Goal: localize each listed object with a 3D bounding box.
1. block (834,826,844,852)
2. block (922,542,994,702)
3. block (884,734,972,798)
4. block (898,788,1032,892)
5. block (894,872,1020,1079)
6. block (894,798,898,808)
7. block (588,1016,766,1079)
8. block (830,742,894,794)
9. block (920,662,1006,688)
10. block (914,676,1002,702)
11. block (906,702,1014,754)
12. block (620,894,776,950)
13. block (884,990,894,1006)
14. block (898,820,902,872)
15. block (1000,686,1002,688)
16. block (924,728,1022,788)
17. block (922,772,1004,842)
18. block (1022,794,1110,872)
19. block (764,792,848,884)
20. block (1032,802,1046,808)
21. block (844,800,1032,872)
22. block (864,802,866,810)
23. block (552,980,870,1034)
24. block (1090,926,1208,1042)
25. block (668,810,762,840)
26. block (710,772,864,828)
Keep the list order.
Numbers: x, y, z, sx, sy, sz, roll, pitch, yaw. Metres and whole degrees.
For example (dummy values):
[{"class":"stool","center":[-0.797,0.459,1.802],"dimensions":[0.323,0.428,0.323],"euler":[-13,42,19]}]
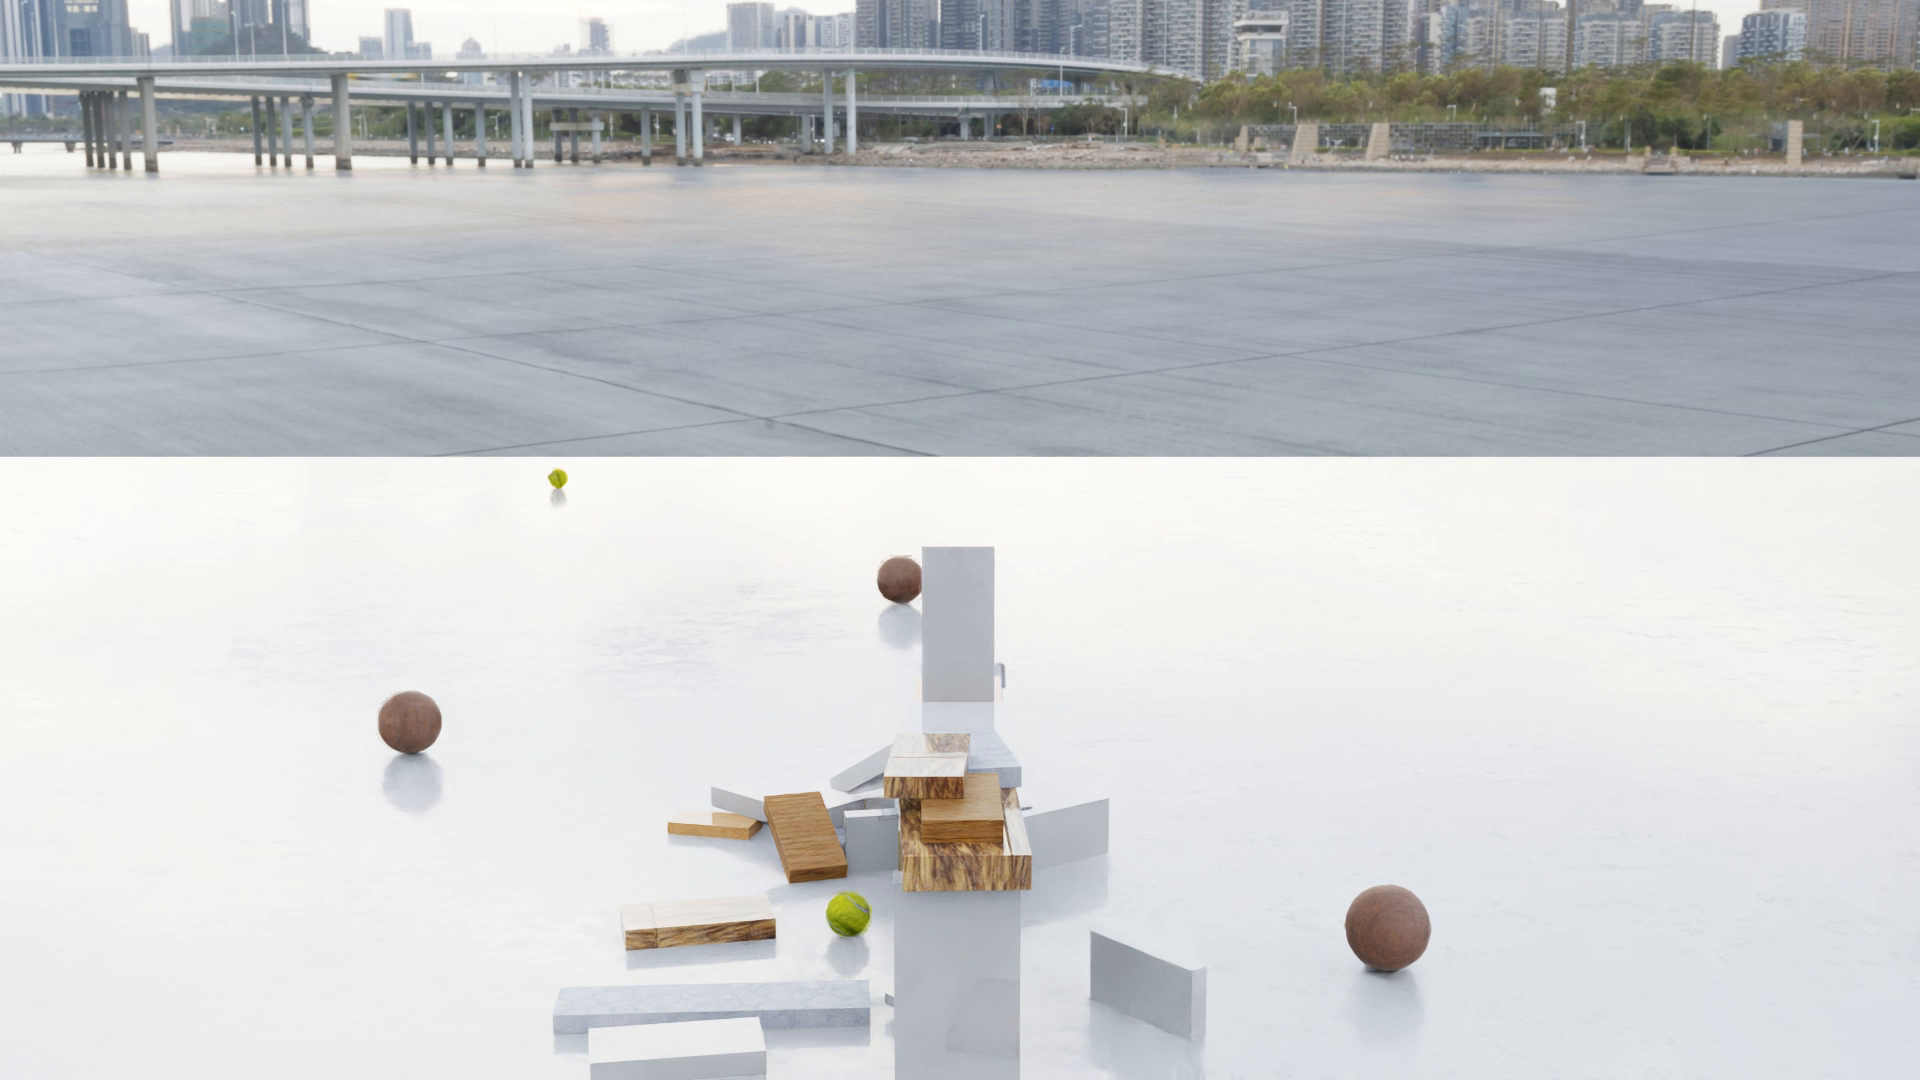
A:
[{"class":"block","center":[-0.184,0.536,3.888],"dimensions":[0.182,0.026,0.091],"euler":[4,11,19]},{"class":"block","center":[-0.003,0.138,3.554],"dimensions":[0.117,0.267,0.033],"euler":[0,11,0]},{"class":"block","center":[-0.042,0.303,2.967],"dimensions":[0.104,0.029,0.208],"euler":[0,11,3]},{"class":"block","center":[0.002,0.385,2.892],"dimensions":[0.160,0.045,0.320],"euler":[0,11,-2]},{"class":"block","center":[-0.004,0.585,2.817],"dimensions":[0.160,0.320,0.045],"euler":[0,11,0]},{"class":"block","center":[-0.018,0.477,3.860],"dimensions":[0.091,0.026,0.182],"euler":[-30,-41,31]},{"class":"block","center":[-0.387,0.697,3.000],"dimensions":[0.235,0.033,0.117],"euler":[-2,11,-10]},{"class":"block","center":[-0.109,0.407,4.021],"dimensions":[0.136,0.039,0.440],"euler":[-10,-12,-23]},{"class":"block","center":[0.010,0.294,4.762],"dimensions":[0.169,0.048,0.337],"euler":[0,-5,3]},{"class":"block","center":[-0.004,0.280,3.632],"dimensions":[0.145,0.041,0.291],"euler":[0,11,0]},{"class":"block","center":[-0.001,0.307,3.323],"dimensions":[0.159,0.045,0.319],"euler":[0,11,0]},{"class":"block","center":[-0.417,0.606,3.492],"dimensions":[0.235,0.033,0.117],"euler":[-2,11,-13]},{"class":"block","center":[-0.048,0.657,3.181],"dimensions":[0.112,0.016,0.056],"euler":[-9,14,-39]},{"class":"block","center":[-0.004,0.546,3.027],"dimensions":[0.160,0.320,0.045],"euler":[0,11,0]},{"class":"block","center":[0.001,0.373,4.462],"dimensions":[0.169,0.048,0.338],"euler":[0,15,1]},{"class":"block","center":[0.016,0.308,3.105],"dimensions":[0.104,0.029,0.208],"euler":[-2,10,-10]},{"class":"block","center":[0.001,0.349,2.882],"dimensions":[0.104,0.029,0.208],"euler":[0,11,-1]},{"class":"block","center":[0.172,0.511,3.820],"dimensions":[0.202,0.101,0.029],"euler":[-7,13,-35]},{"class":"block","center":[-0.269,0.513,3.806],"dimensions":[0.101,0.029,0.202],"euler":[-3,33,-18]},{"class":"block","center":[0.168,0.516,4.009],"dimensions":[0.077,0.022,0.165],"euler":[-8,13,-38]},{"class":"block","center":[-0.037,0.512,3.805],"dimensions":[0.326,0.101,0.029],"euler":[-2,15,-11]},{"class":"block","center":[-0.255,0.506,4.063],"dimensions":[0.155,0.022,0.077],"euler":[1,11,4]},{"class":"block","center":[-0.353,0.670,3.157],"dimensions":[0.446,0.029,0.104],"euler":[-1,11,-4]},{"class":"block","center":[0.267,0.633,3.151],"dimensions":[0.029,0.104,0.208],"euler":[-9,14,-39]},{"class":"block","center":[-0.446,0.517,4.000],"dimensions":[0.155,0.022,0.077],"euler":[3,11,13]},{"class":"block","center":[-0.317,0.480,4.026],"dimensions":[0.136,0.039,0.273],"euler":[-10,13,-44]}]
